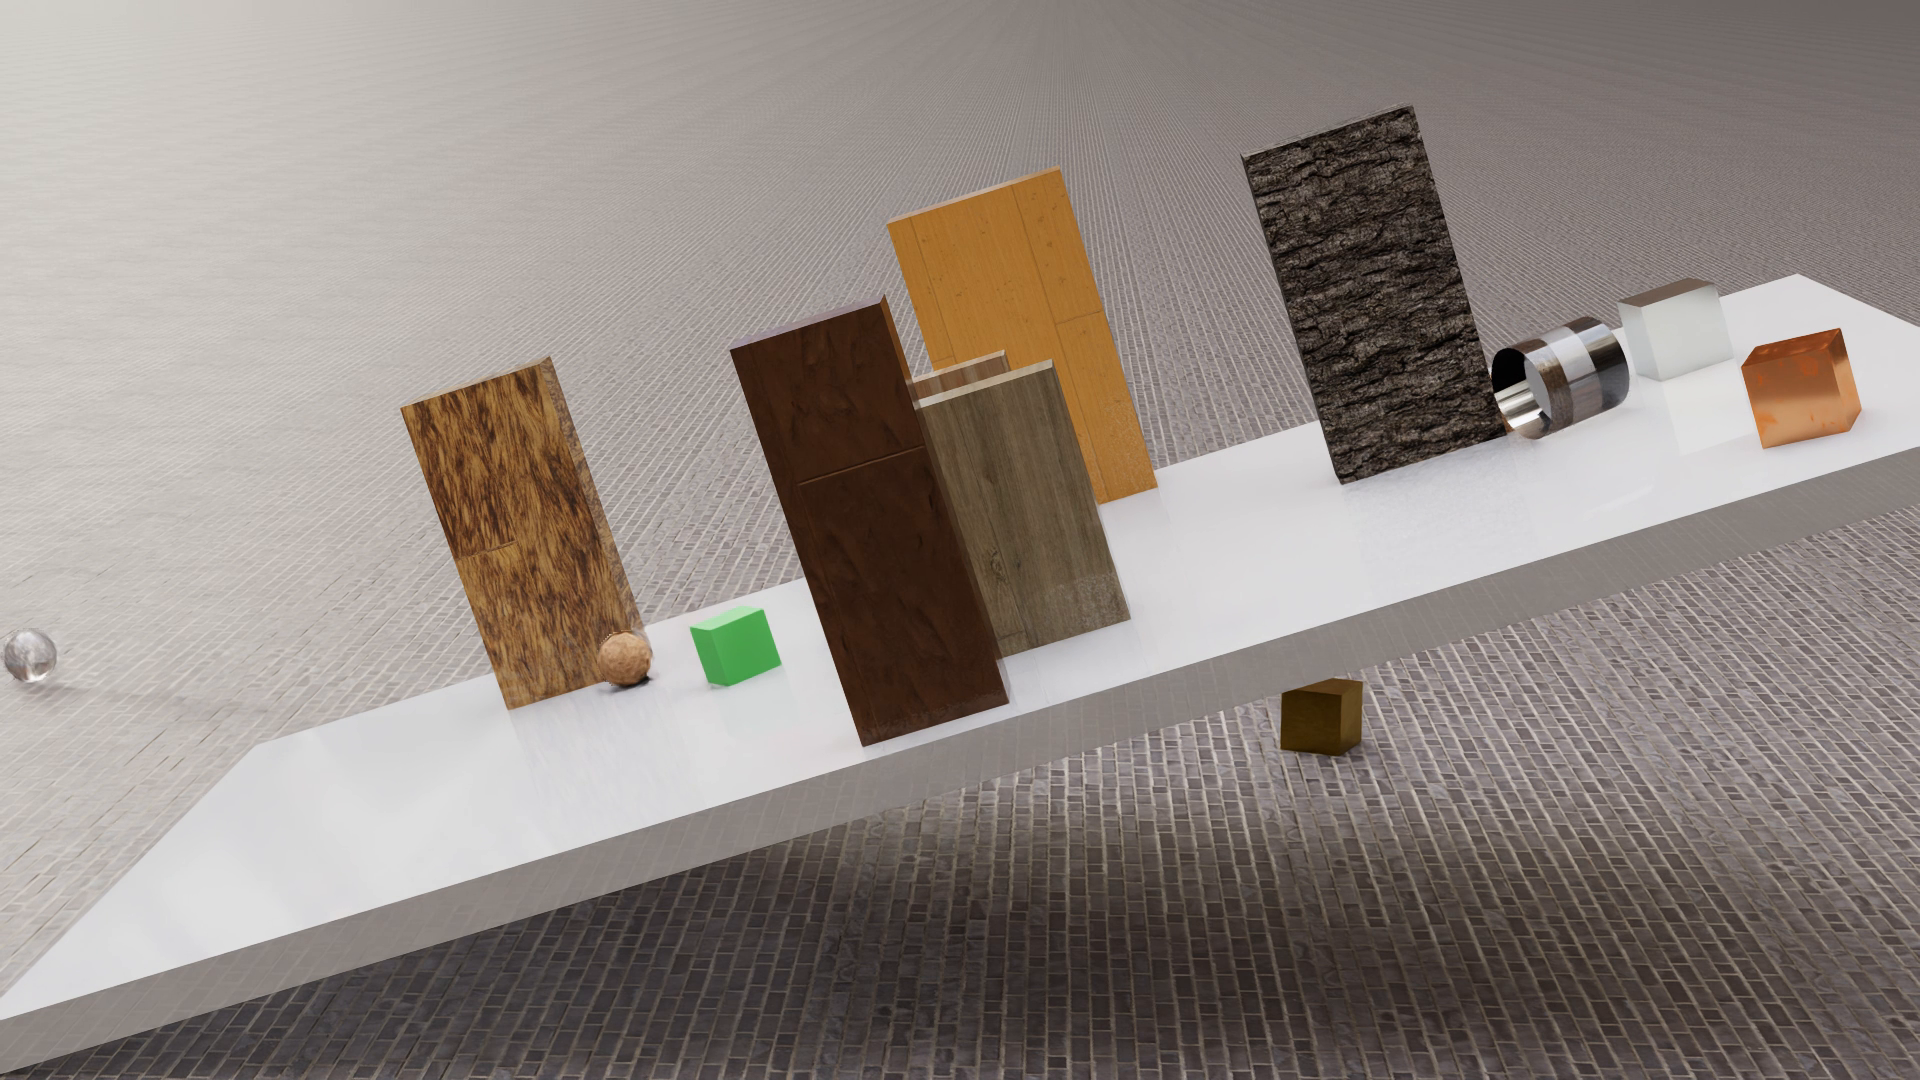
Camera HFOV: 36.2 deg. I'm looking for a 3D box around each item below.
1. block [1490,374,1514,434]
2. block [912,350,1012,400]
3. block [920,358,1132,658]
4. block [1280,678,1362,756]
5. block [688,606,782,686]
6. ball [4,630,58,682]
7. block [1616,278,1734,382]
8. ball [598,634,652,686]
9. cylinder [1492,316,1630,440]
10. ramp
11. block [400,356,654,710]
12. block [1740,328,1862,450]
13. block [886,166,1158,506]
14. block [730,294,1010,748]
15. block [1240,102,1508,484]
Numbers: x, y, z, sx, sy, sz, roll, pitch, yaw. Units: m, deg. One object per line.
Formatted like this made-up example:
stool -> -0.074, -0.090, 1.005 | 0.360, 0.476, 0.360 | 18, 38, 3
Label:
block -> 1.220, -0.311, 6.404 | 0.114, 0.114, 0.114 | -17, 10, 5
block -> -0.030, -0.070, 6.072 | 0.424, 0.538, 0.082 | -17, 10, 5
block -> 0.076, -0.045, 5.806 | 0.384, 0.523, 0.123 | -17, 10, 5
block -> 0.960, 0.465, 7.805 | 0.167, 0.167, 0.167 | 6, 13, 27
block -> -0.490, 0.231, 6.418 | 0.131, 0.131, 0.131 | -22, 11, -23
ball -> -2.683, 0.336, 8.489 | 0.149, 0.149, 0.149 | 0, 11, 0
block -> 1.567, -0.462, 6.445 | 0.171, 0.171, 0.171 | -18, 10, -2
ball -> -0.762, 0.272, 6.693 | 0.120, 0.120, 0.120 | 0, 11, 0
cylinder -> 1.271, -0.343, 6.230 | 0.205, 0.205, 0.205 | -22, 19, -20
ramp -> 0.099, 0.183, 6.312 | 4.000, 0.100, 2.000 | -17, 10, 5
block -> -1.004, -0.015, 6.851 | 0.340, 0.748, 0.145 | -17, 10, 5
block -> 1.580, -0.285, 5.520 | 0.162, 0.162, 0.162 | -12, 12, 28
block -> 0.153, -0.449, 7.043 | 0.426, 0.791, 0.147 | -17, 10, 5
block -> -0.160, -0.035, 5.440 | 0.286, 0.778, 0.144 | -17, 10, 5
block -> 0.894, -0.534, 6.368 | 0.371, 0.741, 0.147 | -17, 10, 5
